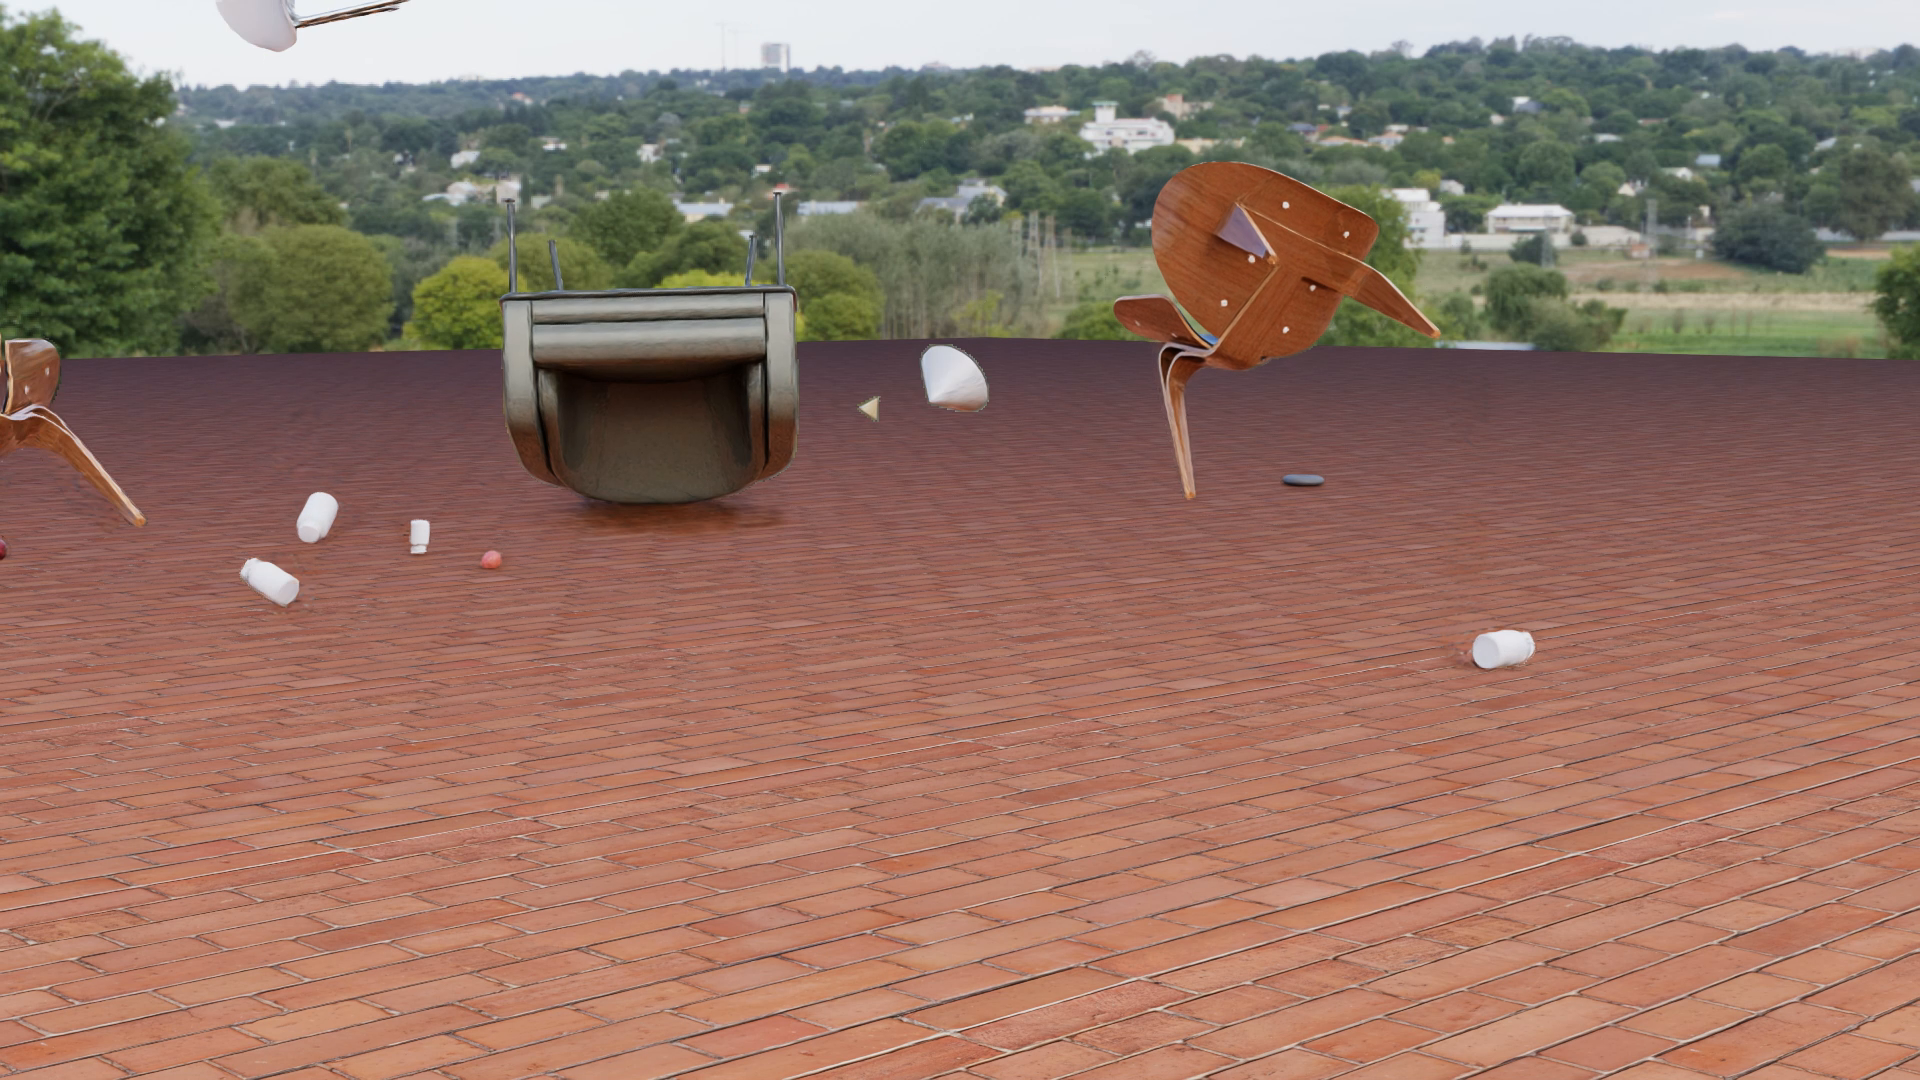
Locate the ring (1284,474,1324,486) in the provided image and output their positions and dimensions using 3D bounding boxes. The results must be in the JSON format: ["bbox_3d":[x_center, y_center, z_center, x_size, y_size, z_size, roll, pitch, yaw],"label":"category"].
[{"bbox_3d":[1.086,-0.189,8.111,0.130,0.029,0.171,1,5,2],"label":"ring"}]

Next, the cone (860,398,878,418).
[{"bbox_3d":[-0.261,-0.402,7.666,0.074,0.060,0.042,32,2,-41],"label":"cone"}]

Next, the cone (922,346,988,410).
[{"bbox_3d":[-0.057,-0.478,8.184,0.208,0.252,0.170,-46,0,43],"label":"cone"}]
